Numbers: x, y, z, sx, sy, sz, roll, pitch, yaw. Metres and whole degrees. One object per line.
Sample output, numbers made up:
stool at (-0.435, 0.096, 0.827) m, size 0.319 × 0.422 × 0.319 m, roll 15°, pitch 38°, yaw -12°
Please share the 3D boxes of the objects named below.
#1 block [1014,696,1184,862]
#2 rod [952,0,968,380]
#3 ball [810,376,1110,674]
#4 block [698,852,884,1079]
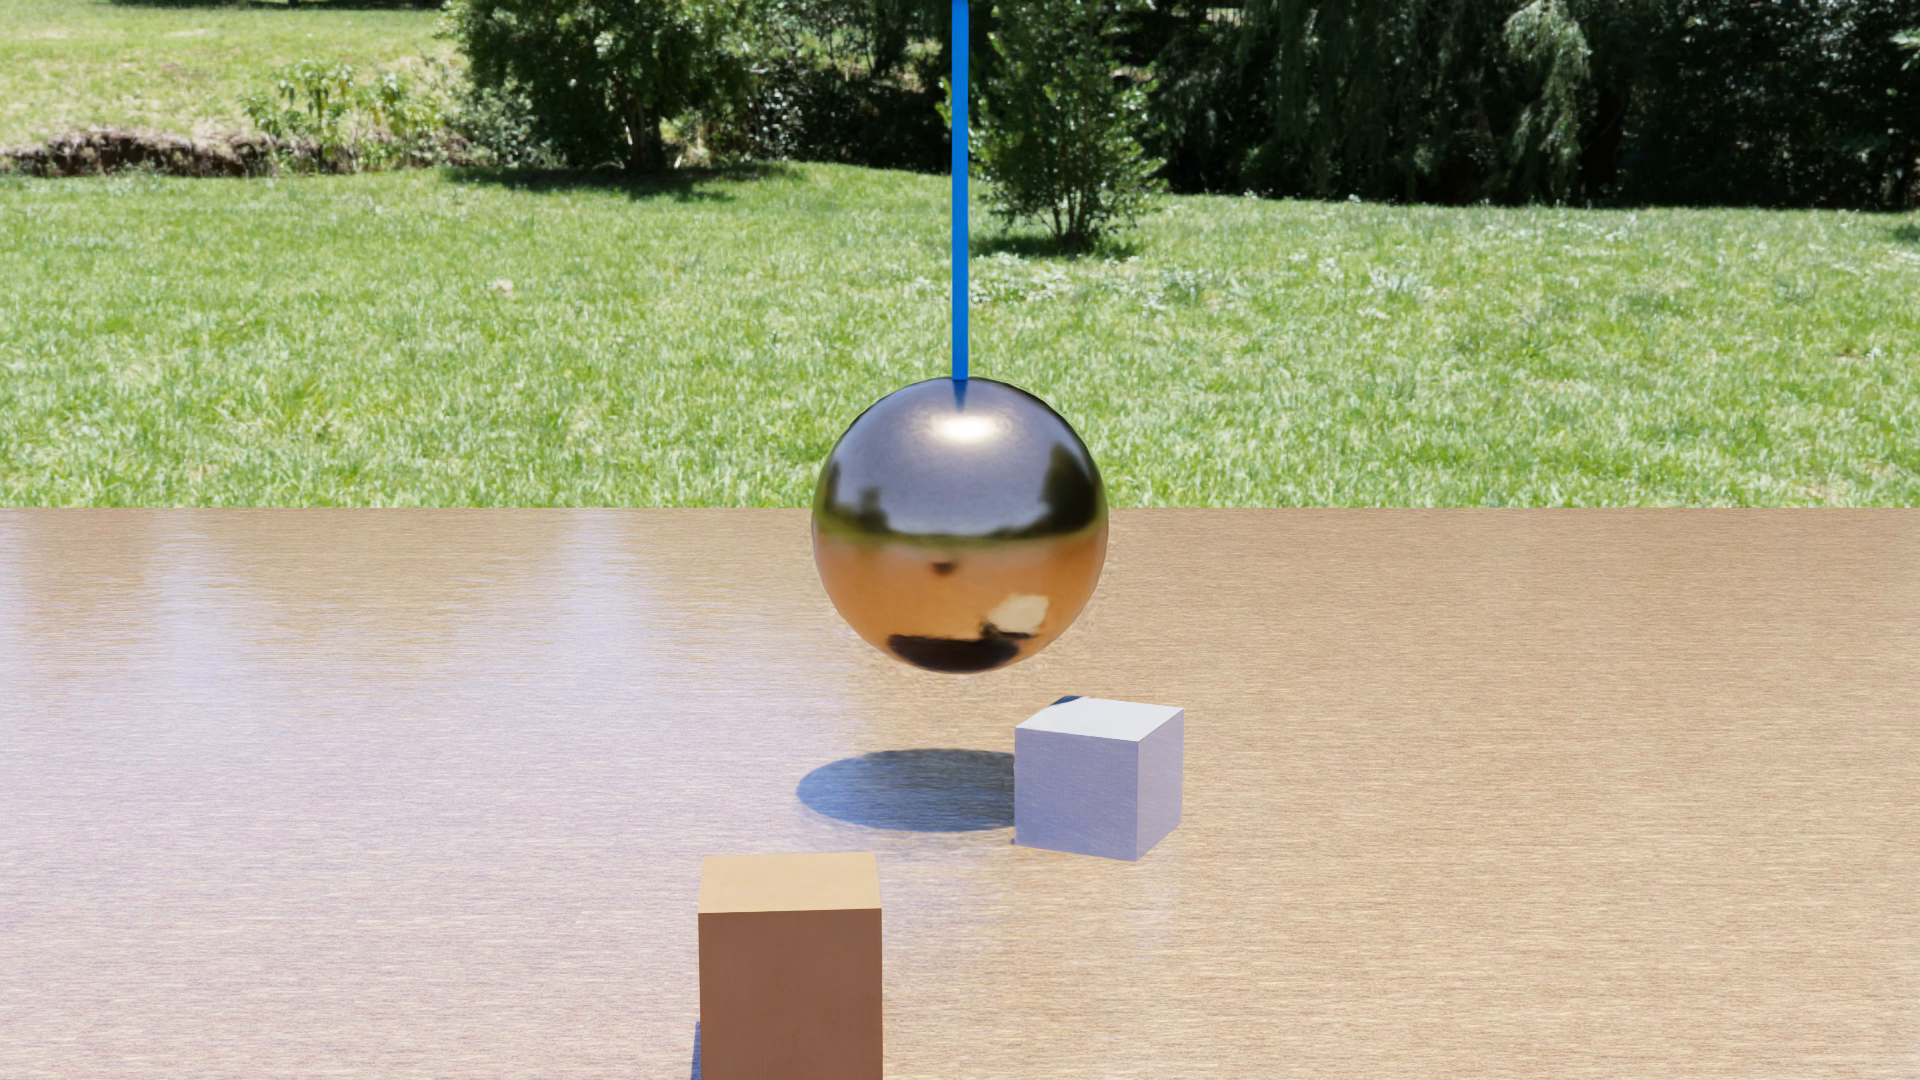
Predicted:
block at (0.715, 1.203, 11.228) m, size 0.652 × 0.615 × 0.706 m, roll 5°, pitch 11°, yaw 24°
rod at (0.000, -3.347, 10.836) m, size 0.080 × 5.200 × 0.080 m, roll 0°, pitch 16°, yaw 0°
ball at (0.000, -0.079, 11.776) m, size 1.600 × 1.600 × 1.600 m, roll 0°, pitch 10°, yaw 0°
block at (-0.653, 1.655, 8.495) m, size 0.677 × 0.704 × 0.655 m, roll -1°, pitch 10°, yaw -4°
